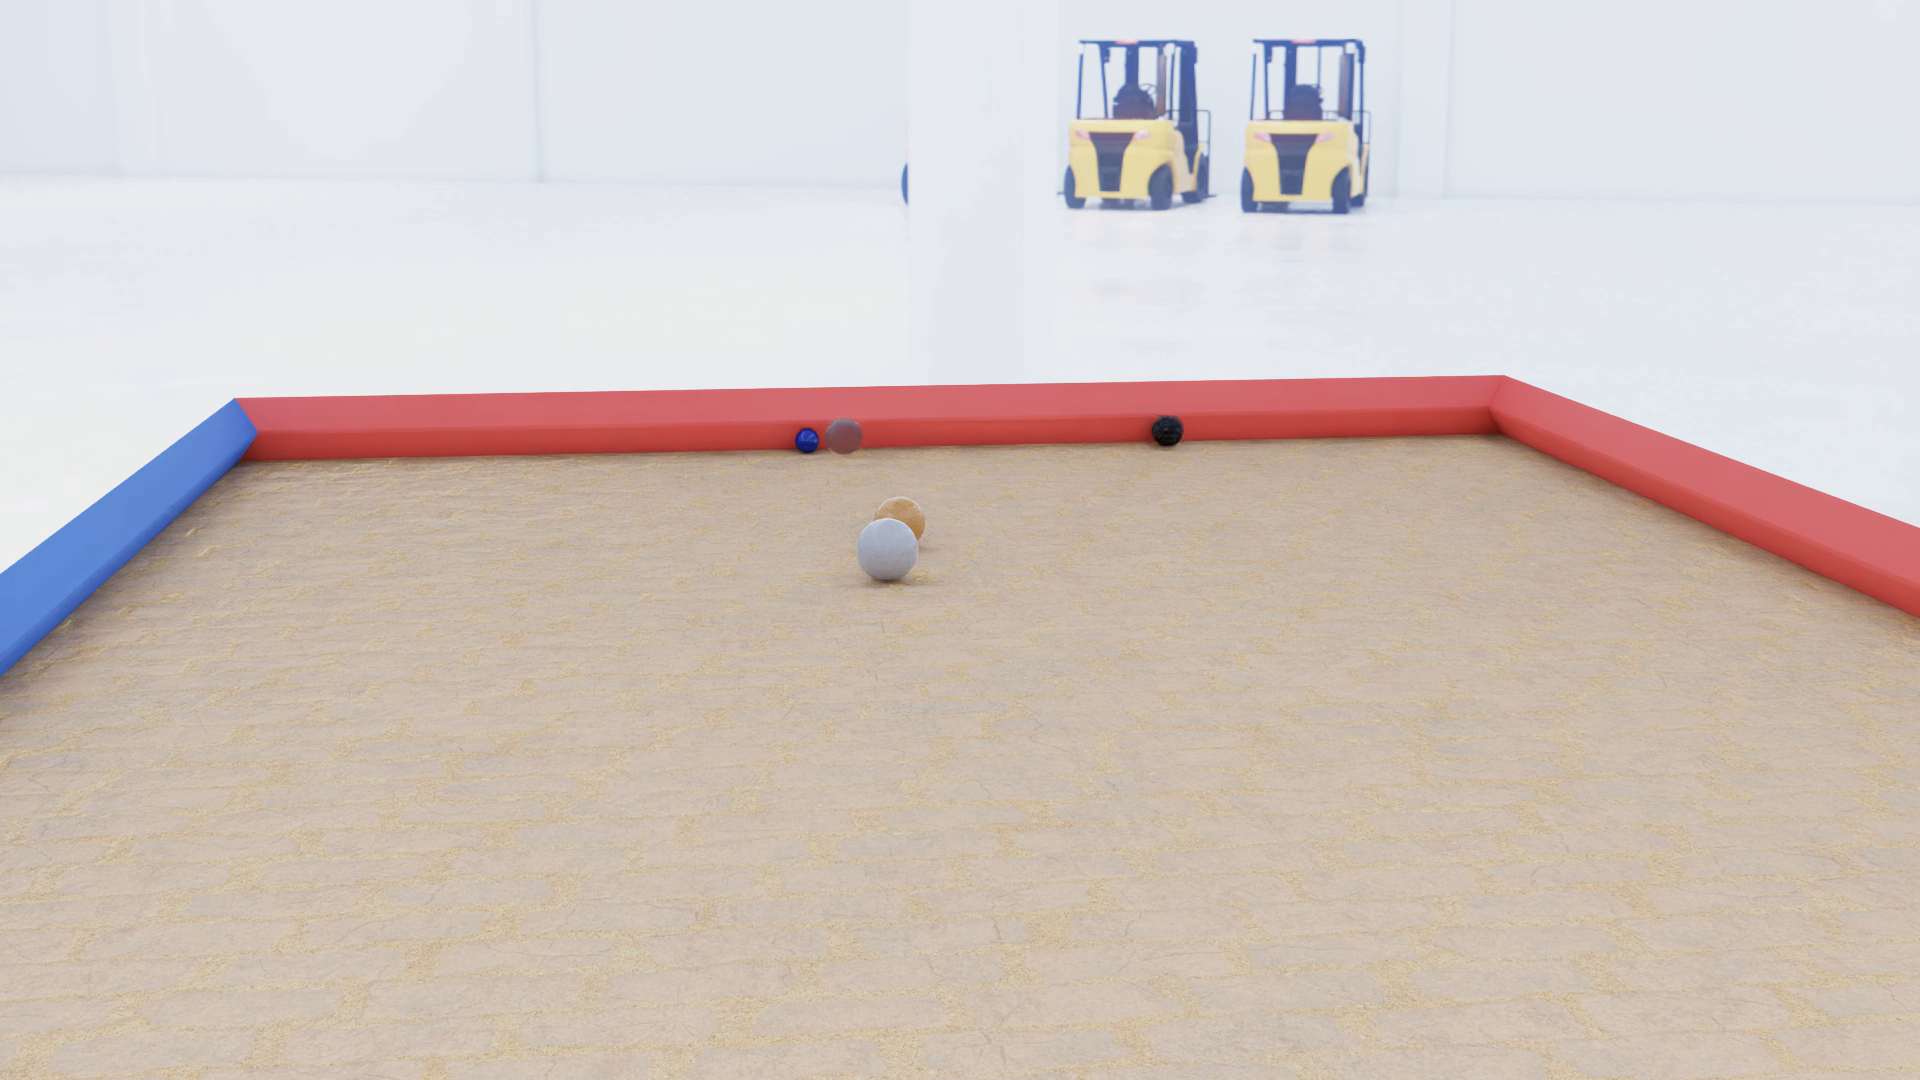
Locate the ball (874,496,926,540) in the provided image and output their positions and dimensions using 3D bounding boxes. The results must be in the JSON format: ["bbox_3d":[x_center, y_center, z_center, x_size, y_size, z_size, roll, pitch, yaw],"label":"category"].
[{"bbox_3d":[-0.088,-0.026,3.209,0.076,0.076,0.076,0,12,0],"label":"ball"}]

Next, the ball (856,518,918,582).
[{"bbox_3d":[-0.100,0.013,3.002,0.086,0.086,0.086,0,12,0],"label":"ball"}]

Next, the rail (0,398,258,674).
[{"bbox_3d":[-1.018,0.213,2.006,0.045,0.112,3.957,-2,12,-7],"label":"rail"}]

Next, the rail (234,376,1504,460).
[{"bbox_3d":[-0.123,-0.224,4.045,2.352,0.112,0.045,-2,12,-7],"label":"rail"}]

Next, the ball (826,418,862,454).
[{"bbox_3d":[-0.210,-0.188,3.989,0.067,0.067,0.067,0,12,0],"label":"ball"}]

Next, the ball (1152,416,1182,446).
[{"bbox_3d":[0.384,-0.202,4.077,0.057,0.057,0.057,0,12,0],"label":"ball"}]

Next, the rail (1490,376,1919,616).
[{"bbox_3d":[1.269,0.151,2.292,0.045,0.112,3.957,-2,12,-7],"label":"rail"}]

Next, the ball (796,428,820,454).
[{"bbox_3d":[-0.278,-0.180,4.008,0.044,0.044,0.044,0,12,0],"label":"ball"}]
